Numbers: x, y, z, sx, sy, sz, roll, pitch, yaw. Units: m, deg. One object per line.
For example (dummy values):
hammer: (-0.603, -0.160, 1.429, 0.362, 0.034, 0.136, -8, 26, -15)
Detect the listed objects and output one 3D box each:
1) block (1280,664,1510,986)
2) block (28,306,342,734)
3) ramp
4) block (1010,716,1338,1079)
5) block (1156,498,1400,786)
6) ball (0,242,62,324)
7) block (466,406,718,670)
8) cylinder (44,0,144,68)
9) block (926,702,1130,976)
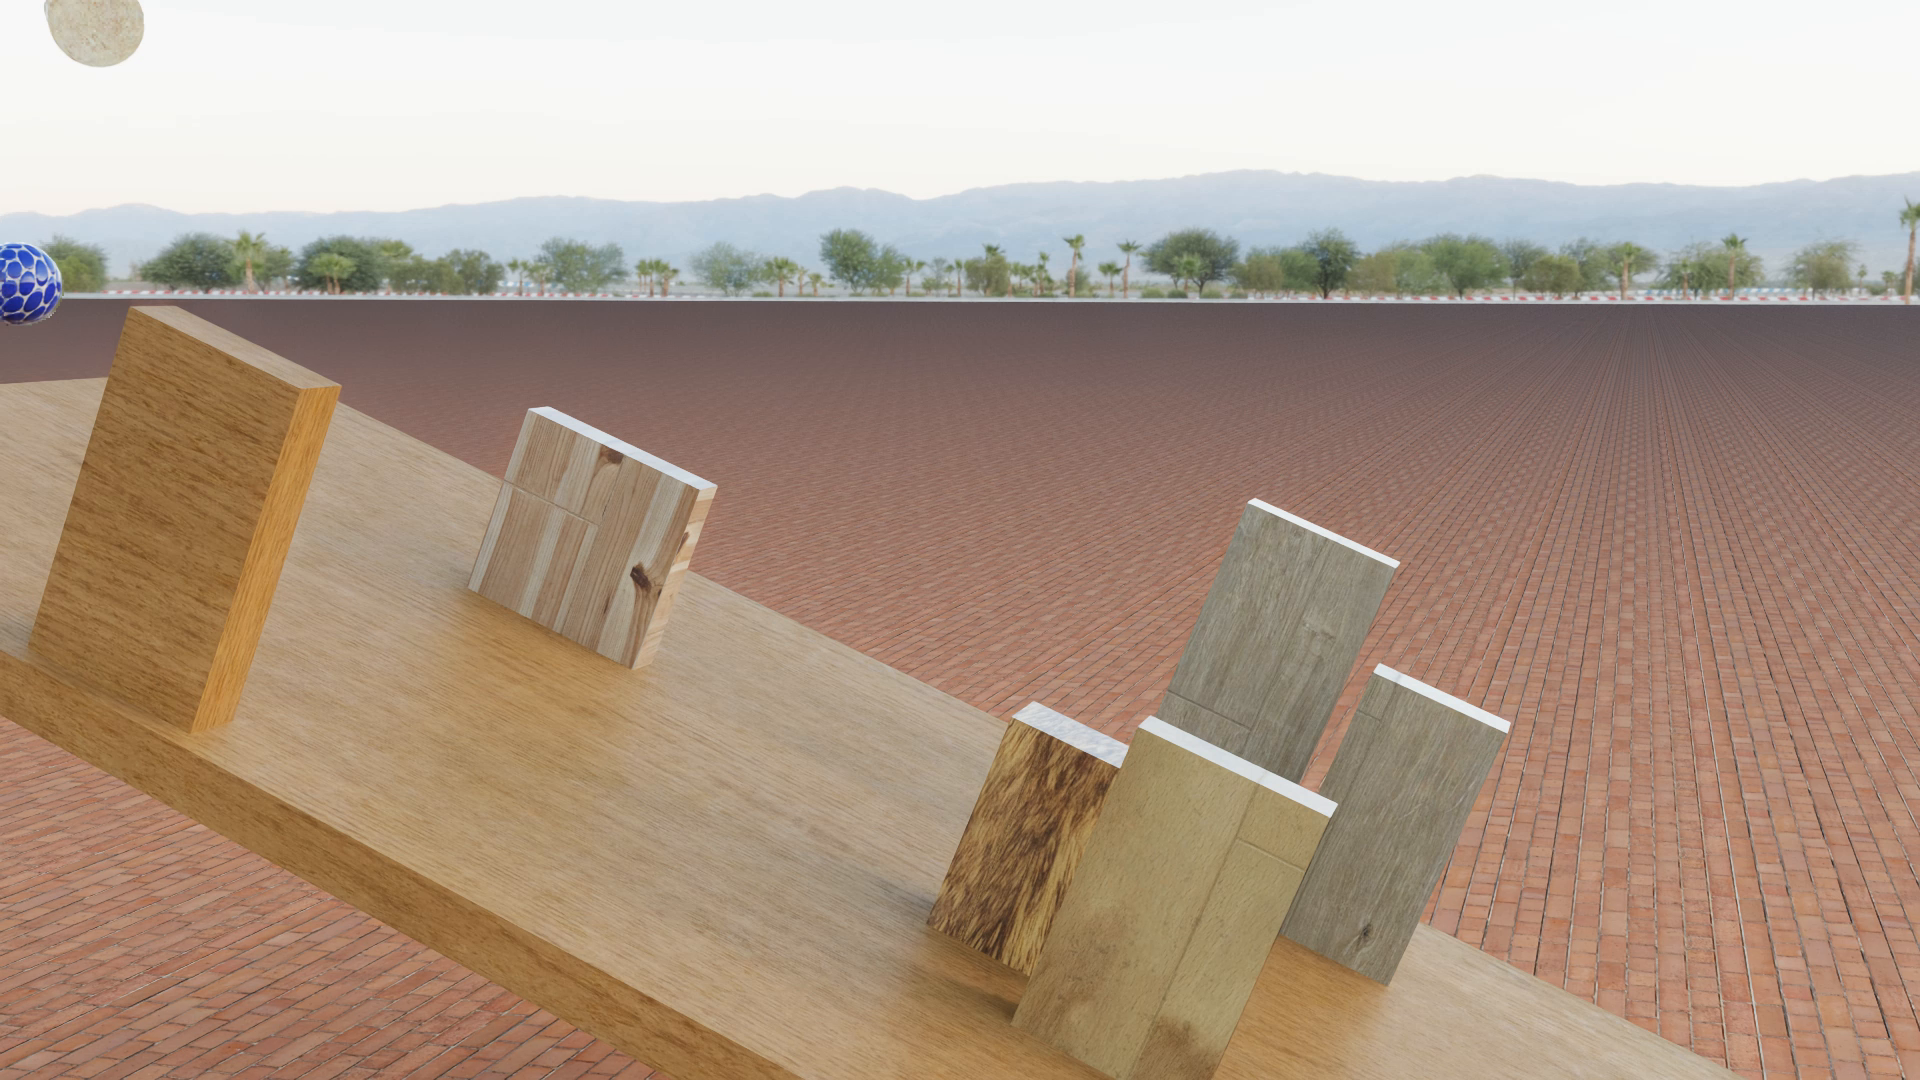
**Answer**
block: (0.852, 0.572, 4.421, 0.282, 0.573, 0.108, 25, 13, 13)
block: (-1.225, -0.034, 3.465, 0.323, 0.587, 0.110, 25, 13, 13)
ramp: (-0.304, 0.537, 4.193, 4.000, 0.100, 2.000, 25, 13, 13)
block: (0.339, 0.601, 3.517, 0.327, 0.546, 0.091, 25, 13, 13)
block: (0.622, 0.324, 4.660, 0.332, 0.750, 0.093, 25, 13, 13)
ball: (-1.784, -0.486, 4.163, 0.155, 0.155, 0.155, 0, 7, 0)
block: (-0.760, -0.006, 4.527, 0.409, 0.404, 0.089, 25, 13, 13)
cylinder: (-1.854, -1.121, 4.709, 0.190, 0.190, 0.190, -3, 20, -24)
block: (0.201, 0.552, 3.810, 0.373, 0.406, 0.144, 25, 13, 13)
